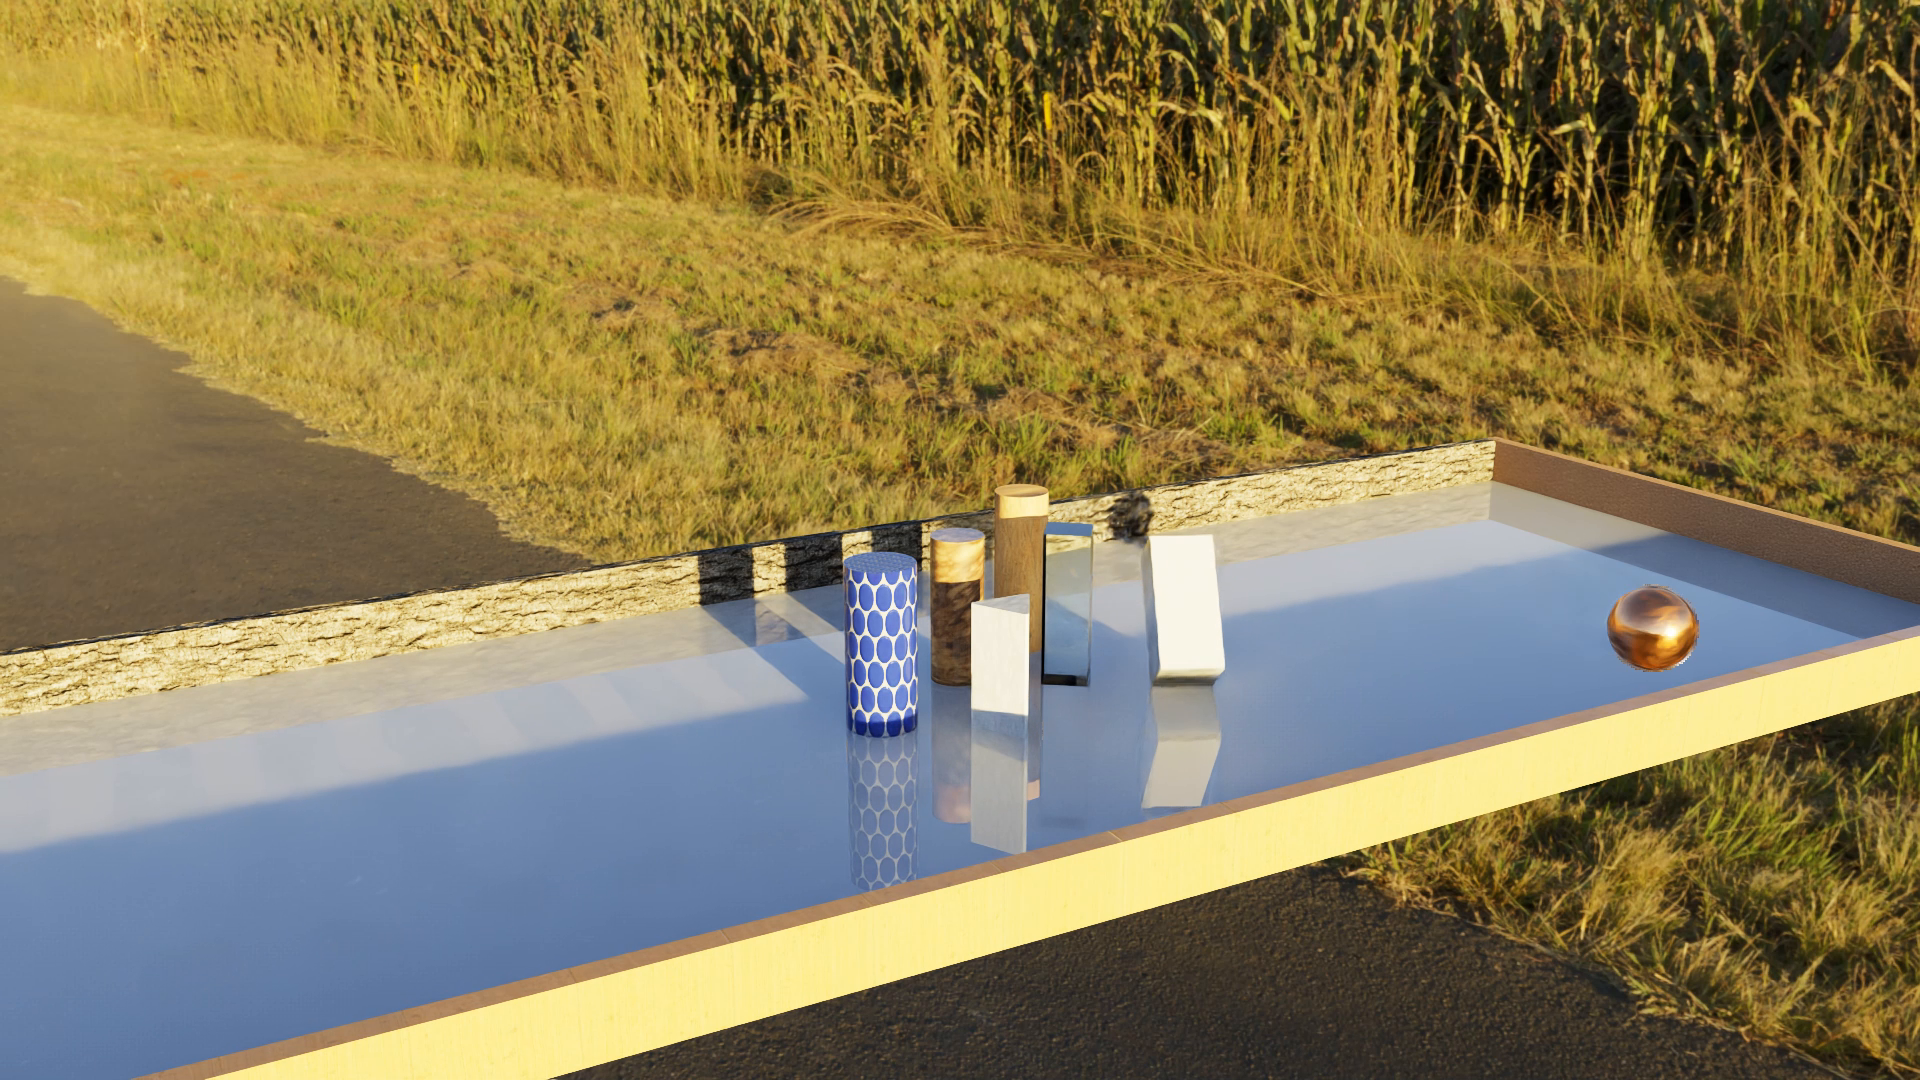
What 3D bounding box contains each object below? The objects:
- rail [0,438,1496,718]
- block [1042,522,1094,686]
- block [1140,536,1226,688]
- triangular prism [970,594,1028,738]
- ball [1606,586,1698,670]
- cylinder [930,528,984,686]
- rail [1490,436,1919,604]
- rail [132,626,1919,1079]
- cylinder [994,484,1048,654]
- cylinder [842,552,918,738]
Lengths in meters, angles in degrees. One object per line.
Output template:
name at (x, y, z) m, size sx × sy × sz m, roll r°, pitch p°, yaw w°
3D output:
rail at (-3.305, 0.497, 3.399) m, size 12.000 × 0.150 × 0.050 m, roll -9°, pitch 18°, yaw -27°
block at (0.269, 0.160, 4.118) m, size 0.115 × 0.391 × 0.115 m, roll 2°, pitch 17°, yaw 8°
block at (0.550, 0.177, 4.100) m, size 0.156 × 0.343 × 0.156 m, roll -1°, pitch -21°, yaw -3°
triangular prism at (0.124, 0.285, 3.849) m, size 0.150 × 0.301 × 0.130 m, roll 10°, pitch 19°, yaw 31°
ball at (1.508, 0.193, 3.596) m, size 0.181 × 0.181 × 0.181 m, roll 0°, pitch 16°, yaw 0°
cylinder at (-0.007, 0.167, 4.123) m, size 0.135 × 0.374 × 0.135 m, roll 0°, pitch 16°, yaw 0°
rail at (2.466, -0.048, 5.253) m, size 0.050 × 0.150 × 2.100 m, roll -9°, pitch 18°, yaw -27°
rail at (-2.336, 1.006, 1.665) m, size 12.000 × 0.150 × 0.050 m, roll -9°, pitch 18°, yaw -27°
cylinder at (0.160, 0.075, 4.346) m, size 0.141 × 0.424 × 0.141 m, roll 0°, pitch 16°, yaw 0°
cylinder at (-0.183, 0.242, 3.828) m, size 0.169 × 0.397 × 0.169 m, roll 0°, pitch 16°, yaw 0°
